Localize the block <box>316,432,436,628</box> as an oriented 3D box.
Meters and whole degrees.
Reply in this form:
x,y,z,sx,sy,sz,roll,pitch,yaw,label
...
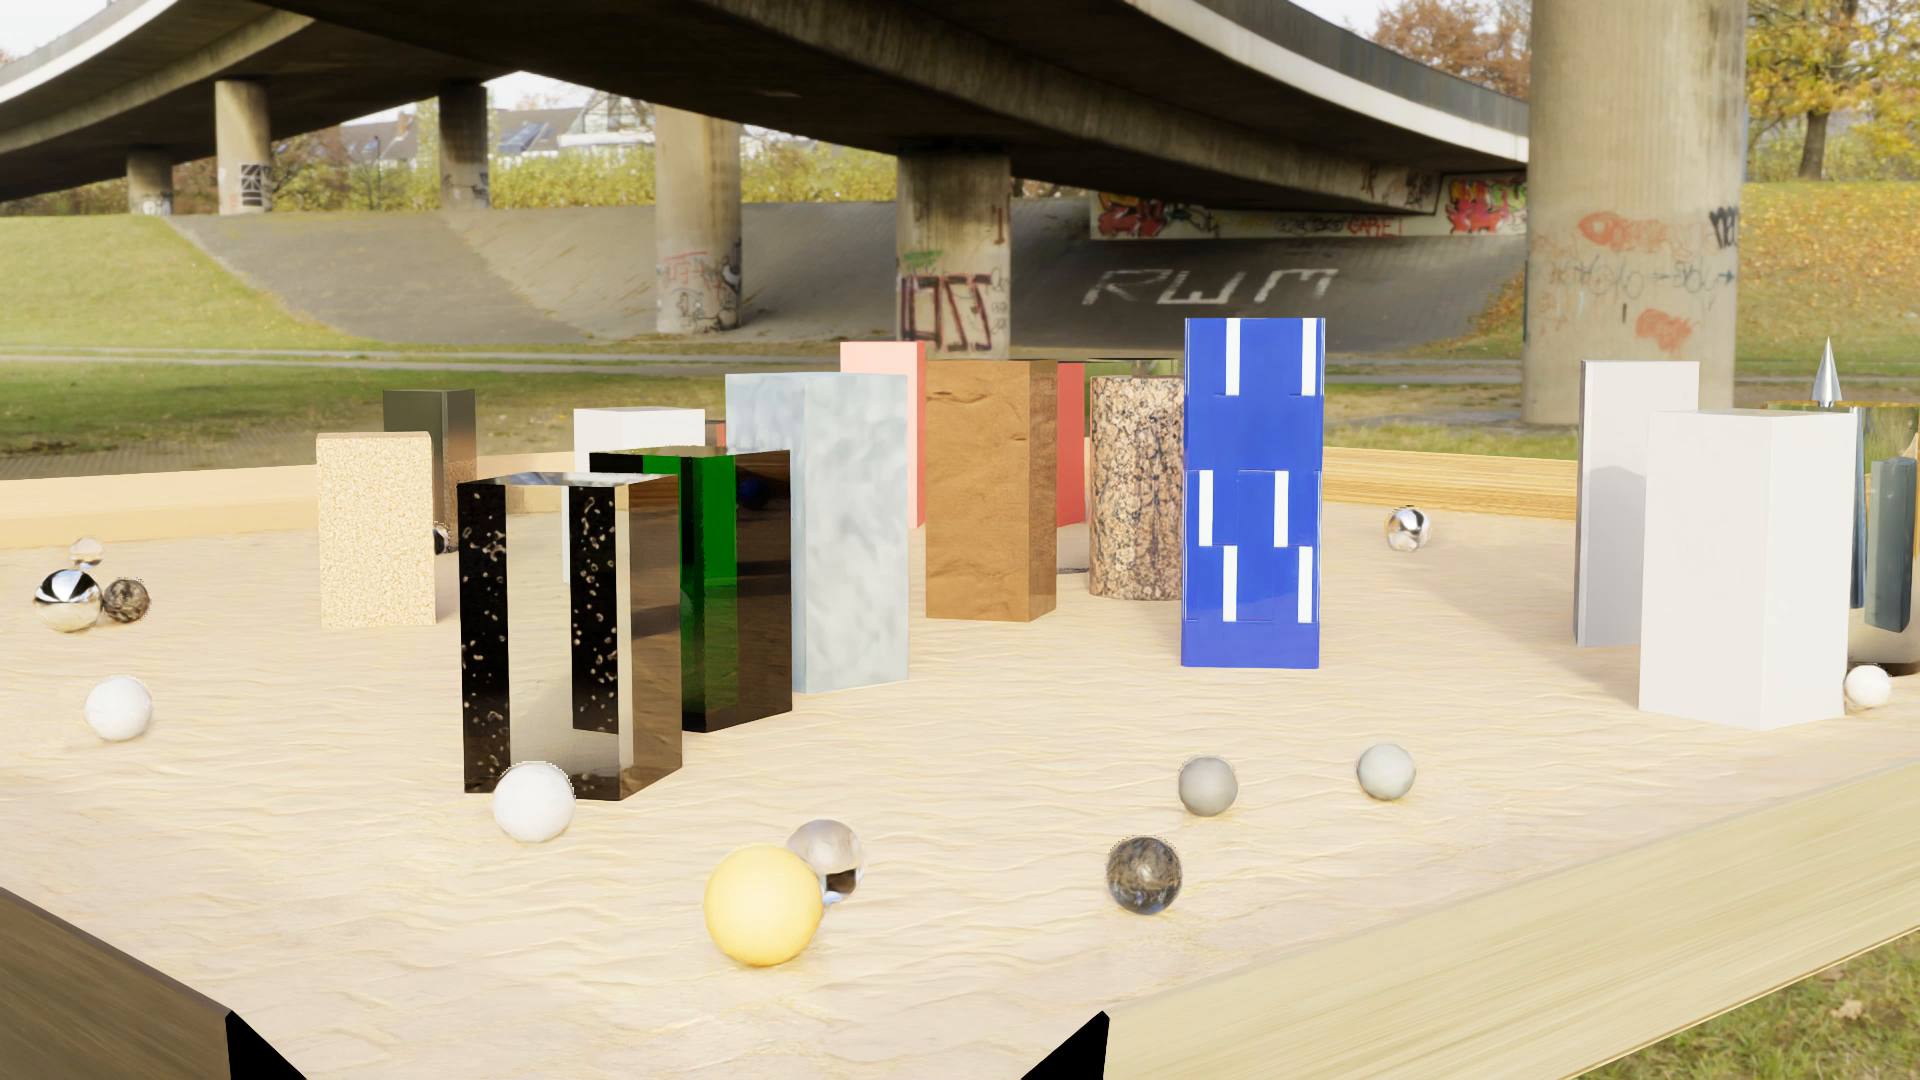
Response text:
x,y,z,sx,sy,sz,roll,pitch,yaw,label
-0.837,-0.018,3.153,0.154,0.265,0.154,-2,6,-15,block

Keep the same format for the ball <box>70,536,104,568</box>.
x,y,z,sx,sy,sz,roll,pitch,yaw,label
-1.500,0.022,3.777,0.055,0.055,0.055,0,6,0,ball

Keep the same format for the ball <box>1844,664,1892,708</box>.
x,y,z,sx,sy,sz,roll,pitch,yaw,label
0.990,0.159,2.397,0.047,0.047,0.047,0,6,0,ball

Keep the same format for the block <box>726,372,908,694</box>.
x,y,z,sx,sy,sz,roll,pitch,yaw,label
-0.171,-0.015,2.637,0.154,0.367,0.154,-5,8,-41,block

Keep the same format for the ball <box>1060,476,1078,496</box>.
x,y,z,sx,sy,sz,roll,pitch,yaw,label
0.261,-0.130,5.266,0.046,0.046,0.046,0,6,0,ball

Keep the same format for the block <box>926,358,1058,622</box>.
x,y,z,sx,sy,sz,roll,pitch,yaw,label
0.047,-0.077,3.208,0.154,0.371,0.154,2,6,17,block

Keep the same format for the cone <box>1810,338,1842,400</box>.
x,y,z,sx,sy,sz,roll,pitch,yaw,label
1.340,-0.115,3.414,0.193,0.404,0.193,0,6,0,cone

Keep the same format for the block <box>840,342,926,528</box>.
x,y,z,sx,sy,sz,roll,pitch,yaw,label
-0.157,-0.219,4.535,0.154,0.377,0.154,1,6,6,block

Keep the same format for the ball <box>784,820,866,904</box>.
x,y,z,sx,sy,sz,roll,pitch,yaw,label
-0.102,0.241,1.652,0.063,0.063,0.063,0,6,0,ball

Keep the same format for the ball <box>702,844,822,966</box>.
x,y,z,sx,sy,sz,roll,pitch,yaw,label
-0.134,0.249,1.497,0.081,0.081,0.081,0,6,0,ball

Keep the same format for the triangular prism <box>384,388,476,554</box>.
x,y,z,sx,sy,sz,roll,pitch,yaw,label
-0.961,-0.133,4.111,0.167,0.294,0.145,4,7,35,triangular prism

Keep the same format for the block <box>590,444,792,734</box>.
x,y,z,sx,sy,sz,roll,pitch,yaw,label
-0.293,0.048,2.404,0.154,0.291,0.154,4,7,32,block

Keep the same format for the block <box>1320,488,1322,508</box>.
x,y,z,sx,sy,sz,roll,pitch,yaw,label
0.569,-0.113,4.035,0.154,0.269,0.154,3,6,23,block

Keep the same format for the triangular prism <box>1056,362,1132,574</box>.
x,y,z,sx,sy,sz,roll,pitch,yaw,label
0.184,-0.129,3.781,0.167,0.354,0.145,-4,7,-32,triangular prism

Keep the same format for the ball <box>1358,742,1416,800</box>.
x,y,z,sx,sy,sz,roll,pitch,yaw,label
0.387,0.210,1.998,0.053,0.053,0.053,0,6,0,ball

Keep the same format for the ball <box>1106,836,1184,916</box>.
x,y,z,sx,sy,sz,roll,pitch,yaw,label
0.136,0.248,1.622,0.057,0.057,0.057,0,6,0,ball

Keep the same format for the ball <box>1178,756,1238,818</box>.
x,y,z,sx,sy,sz,roll,pitch,yaw,label
0.218,0.217,1.934,0.053,0.053,0.053,0,6,0,ball

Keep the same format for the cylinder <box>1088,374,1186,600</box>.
x,y,z,sx,sy,sz,roll,pitch,yaw,label
0.299,-0.086,3.444,0.193,0.339,0.193,0,6,0,cylinder

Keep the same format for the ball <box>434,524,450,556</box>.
x,y,z,sx,sy,sz,roll,pitch,yaw,label
-0.952,0.000,3.967,0.059,0.059,0.059,0,6,0,ball

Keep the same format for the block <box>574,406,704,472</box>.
x,y,z,sx,sy,sz,roll,pitch,yaw,label
-0.526,-0.075,3.619,0.154,0.281,0.154,-5,8,-39,block

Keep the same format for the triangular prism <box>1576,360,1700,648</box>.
x,y,z,sx,sy,sz,roll,pitch,yaw,label
0.879,-0.055,2.978,0.167,0.375,0.145,-2,6,-17,triangular prism

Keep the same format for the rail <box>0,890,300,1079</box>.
x,y,z,sx,sy,sz,roll,pitch,yaw,label
-1.329,0.161,2.113,0.045,0.125,3.530,-6,8,-42,rail

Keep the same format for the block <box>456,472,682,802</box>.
x,y,z,sx,sy,sz,roll,pitch,yaw,label
-0.364,0.085,2.072,0.154,0.286,0.154,2,6,14,block

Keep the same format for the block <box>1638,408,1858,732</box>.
x,y,z,sx,sy,sz,roll,pitch,yaw,label
0.864,0.026,2.415,0.154,0.332,0.154,-4,7,-36,block

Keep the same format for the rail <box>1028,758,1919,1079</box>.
x,y,z,sx,sy,sz,roll,pitch,yaw,label
1.181,0.166,2.059,3.663,0.125,0.045,-6,8,-42,rail

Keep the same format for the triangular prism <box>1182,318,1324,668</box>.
x,y,z,sx,sy,sz,roll,pitch,yaw,label
0.370,-0.064,2.788,0.167,0.433,0.145,1,6,7,triangular prism

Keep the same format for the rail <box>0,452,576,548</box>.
x,y,z,sx,sy,sz,roll,pitch,yaw,label
-1.181,-0.101,4.605,3.663,0.125,0.045,-6,8,-42,rail

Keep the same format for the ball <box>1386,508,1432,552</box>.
x,y,z,sx,sy,sz,roll,pitch,yaw,label
0.821,-0.017,4.024,0.082,0.082,0.082,0,6,0,ball

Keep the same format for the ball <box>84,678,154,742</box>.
x,y,z,sx,sy,sz,roll,pitch,yaw,label
-0.868,0.175,2.271,0.066,0.066,0.066,0,6,0,ball

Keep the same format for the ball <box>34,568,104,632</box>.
x,y,z,sx,sy,sz,roll,pitch,yaw,label
-1.230,0.084,3.035,0.088,0.088,0.088,0,6,0,ball

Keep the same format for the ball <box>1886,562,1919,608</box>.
x,y,z,sx,sy,sz,roll,pitch,yaw,label
1.418,0.067,3.278,0.071,0.071,0.071,0,6,0,ball

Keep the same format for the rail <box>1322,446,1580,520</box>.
x,y,z,sx,sy,sz,roll,pitch,yaw,label
1.329,-0.095,4.551,0.045,0.125,3.530,-6,8,-42,rail

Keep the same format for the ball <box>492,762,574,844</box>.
x,y,z,sx,sy,sz,roll,pitch,yaw,label
-0.357,0.220,1.838,0.067,0.067,0.067,0,6,0,ball

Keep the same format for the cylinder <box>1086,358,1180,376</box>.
x,y,z,sx,sy,sz,roll,pitch,yaw,label
0.360,-0.207,4.595,0.193,0.341,0.193,0,6,0,cylinder

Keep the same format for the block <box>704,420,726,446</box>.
x,y,z,sx,sy,sz,roll,pitch,yaw,label
-0.488,-0.093,3.977,0.154,0.242,0.154,1,6,12,block

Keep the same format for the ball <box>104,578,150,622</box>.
x,y,z,sx,sy,sz,roll,pitch,yaw,label
-1.186,0.086,3.129,0.063,0.063,0.063,0,6,0,ball

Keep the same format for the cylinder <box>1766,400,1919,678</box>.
x,y,z,sx,sy,sz,roll,pitch,yaw,label
1.101,-0.006,2.742,0.193,0.328,0.193,0,6,0,cylinder
